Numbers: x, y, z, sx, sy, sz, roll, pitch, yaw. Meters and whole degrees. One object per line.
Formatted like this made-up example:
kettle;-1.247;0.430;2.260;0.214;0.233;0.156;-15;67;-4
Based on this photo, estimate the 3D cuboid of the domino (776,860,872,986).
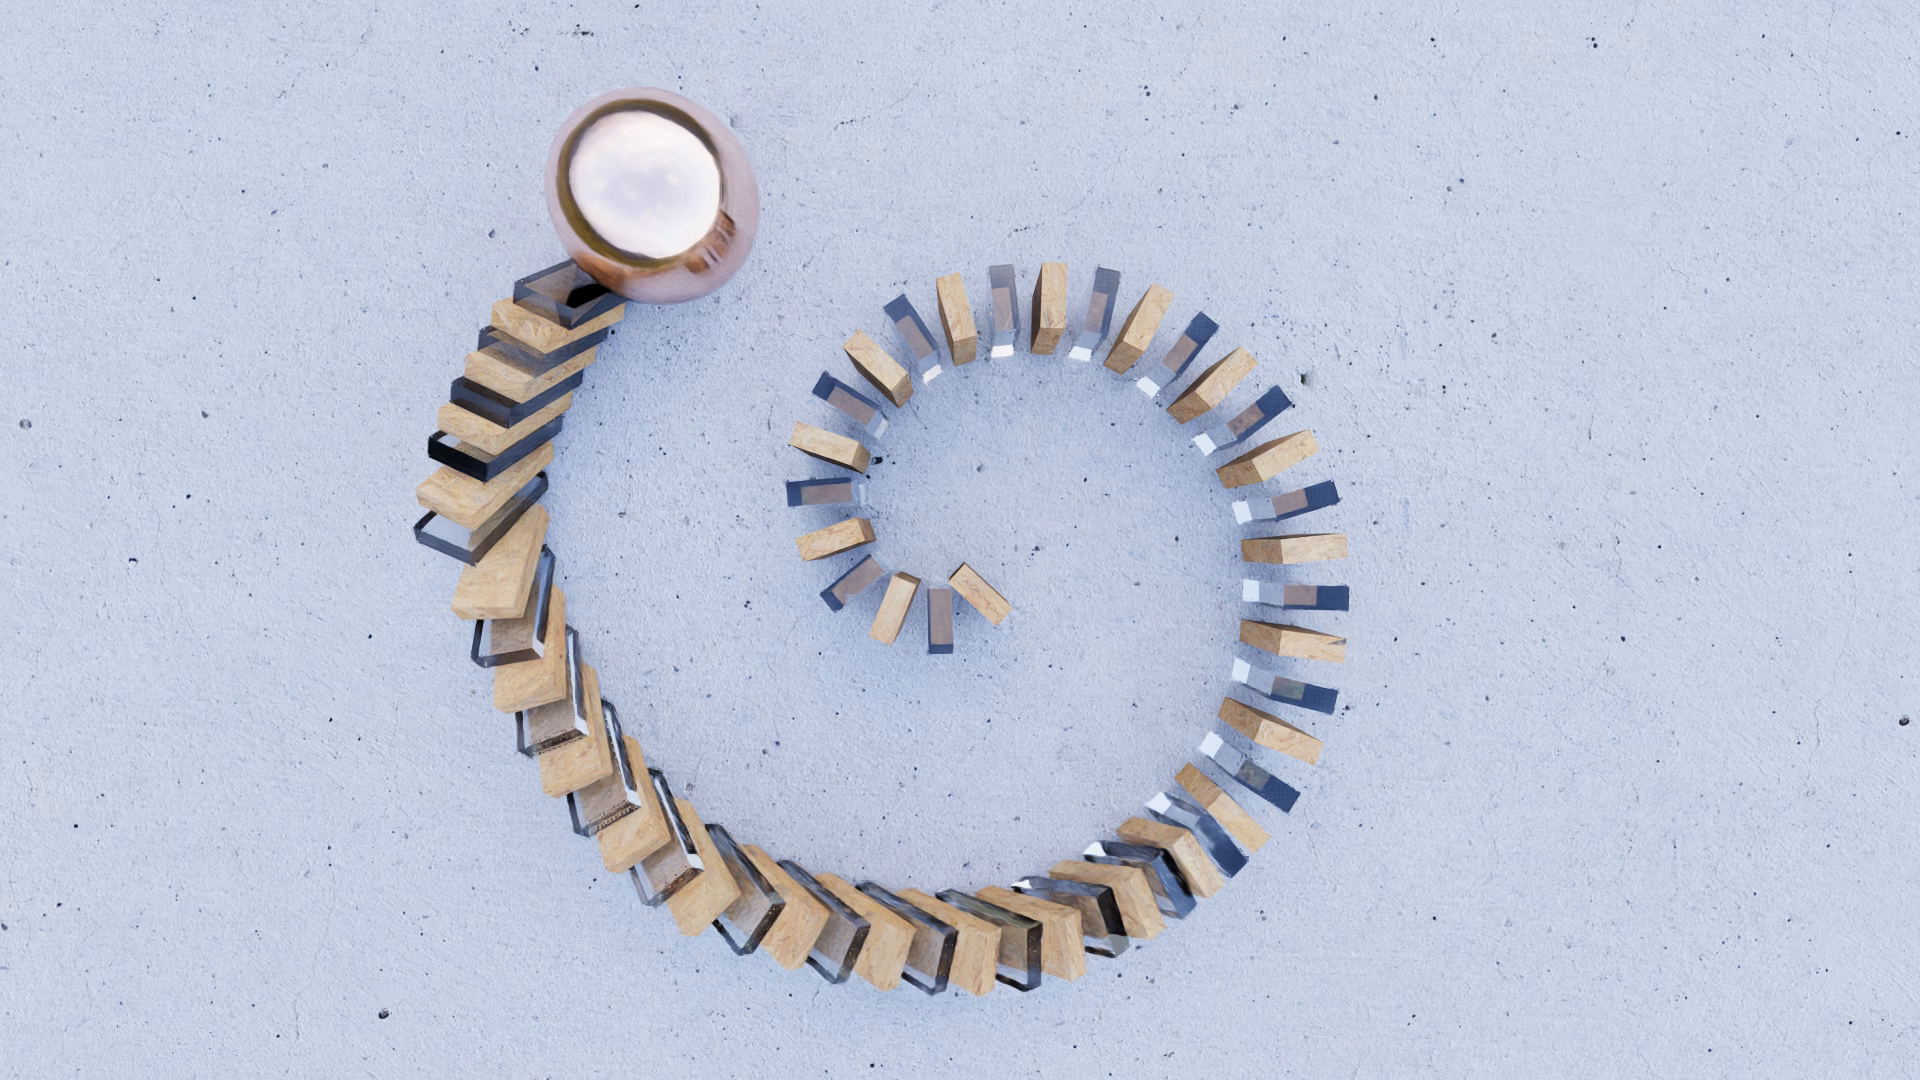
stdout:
domino;-0.062;0.158;0.382;0.050;0.010;0.025;23;90;35

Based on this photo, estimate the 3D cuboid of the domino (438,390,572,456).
domino;-0.186;-0.054;0.377;0.025;0.050;0.009;25;123;0

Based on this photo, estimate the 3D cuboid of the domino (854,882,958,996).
domino;-0.025;0.165;0.381;0.050;0.010;0.025;12;90;37

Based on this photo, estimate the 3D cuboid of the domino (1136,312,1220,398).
domino;0.088;-0.075;0.375;0.010;0.050;0.025;38;90;0

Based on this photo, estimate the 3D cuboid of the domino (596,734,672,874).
domino;-0.141;0.110;0.382;0.025;0.009;0.050;-34;57;0

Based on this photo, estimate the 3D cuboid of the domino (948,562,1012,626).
domino;0.008;0.021;0.375;0.025;0.050;0.010;43;90;0

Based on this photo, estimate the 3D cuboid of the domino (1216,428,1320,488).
domino;0.125;-0.032;0.375;0.025;0.050;0.009;-29;90;0

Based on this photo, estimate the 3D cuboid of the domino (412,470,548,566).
domino;-0.197;-0.014;0.379;0.025;0.010;0.050;23;47;0

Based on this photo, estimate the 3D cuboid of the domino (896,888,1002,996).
domino;-0.007;0.166;0.381;0.050;0.010;0.025;7;90;39

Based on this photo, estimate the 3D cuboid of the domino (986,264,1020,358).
domino;0.017;-0.093;0.375;0.009;0.050;0.025;-7;90;0

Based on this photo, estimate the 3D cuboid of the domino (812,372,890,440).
domino;-0.044;-0.054;0.375;0.025;0.050;0.009;32;90;0

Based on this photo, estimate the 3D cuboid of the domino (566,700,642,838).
domino;-0.152;0.095;0.383;0.025;0.010;0.050;-30;57;0

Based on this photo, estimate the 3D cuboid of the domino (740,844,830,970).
domino;-0.079;0.152;0.382;0.050;0.010;0.025;27;90;34

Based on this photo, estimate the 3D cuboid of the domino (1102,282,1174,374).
domino;0.072;-0.085;0.375;0.010;0.050;0.025;28;90;0

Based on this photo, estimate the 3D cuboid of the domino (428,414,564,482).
domino;-0.189;-0.043;0.377;0.025;0.050;0.010;25;123;0

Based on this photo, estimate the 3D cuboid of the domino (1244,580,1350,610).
domino;0.136;0.022;0.375;0.025;0.050;0.009;1;90;0

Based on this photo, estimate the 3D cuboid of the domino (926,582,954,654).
domino;-0.008;0.031;0.375;0.010;0.050;0.025;-1;90;0

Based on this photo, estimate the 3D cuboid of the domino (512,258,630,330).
domino;-0.156;-0.103;0.377;0.025;0.050;0.009;25;123;0

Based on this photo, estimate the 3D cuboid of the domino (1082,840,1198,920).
domino;0.073;0.138;0.376;0.010;0.050;0.025;-29;90;-28

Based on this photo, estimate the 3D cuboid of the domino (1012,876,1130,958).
domino;0.045;0.155;0.378;0.010;0.050;0.025;-18;90;-40

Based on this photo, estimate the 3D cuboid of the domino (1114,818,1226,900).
domino;0.085;0.129;0.375;0.009;0.050;0.025;-34;90;-20

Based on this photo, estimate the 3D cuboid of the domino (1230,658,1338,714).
domino;0.131;0.059;0.375;0.025;0.050;0.010;14;90;0

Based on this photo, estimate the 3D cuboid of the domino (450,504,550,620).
domino;-0.191;0.009;0.382;0.025;0.010;0.050;-2;56;0

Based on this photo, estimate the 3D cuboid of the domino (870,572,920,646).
domino;-0.026;0.027;0.375;0.010;0.050;0.025;22;90;0

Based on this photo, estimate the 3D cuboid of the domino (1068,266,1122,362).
domino;0.055;-0.091;0.375;0.010;0.050;0.025;12;90;0

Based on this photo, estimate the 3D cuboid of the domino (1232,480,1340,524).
domino;0.132;-0.015;0.375;0.025;0.050;0.009;-17;90;0

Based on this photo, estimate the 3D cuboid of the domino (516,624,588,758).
domino;-0.171;0.062;0.383;0.025;0.010;0.050;-21;58;0

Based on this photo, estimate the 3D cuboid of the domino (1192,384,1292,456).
domino;0.114;-0.048;0.375;0.025;0.050;0.010;-37;90;0

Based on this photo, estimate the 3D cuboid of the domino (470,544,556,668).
domino;-0.186;0.027;0.382;0.025;0.009;0.050;-10;57;0

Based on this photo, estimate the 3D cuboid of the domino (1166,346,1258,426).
domino;0.102;-0.062;0.375;0.025;0.050;0.010;-45;90;0

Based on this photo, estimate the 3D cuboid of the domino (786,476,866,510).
domino;-0.054;-0.018;0.375;0.025;0.050;0.010;-5;90;0

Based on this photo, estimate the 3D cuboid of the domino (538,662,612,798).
domino;-0.163;0.079;0.383;0.025;0.009;0.050;-25;58;0

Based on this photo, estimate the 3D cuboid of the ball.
ball;-0.120;-0.134;0.360;0.080;0.080;0.080;0;90;0

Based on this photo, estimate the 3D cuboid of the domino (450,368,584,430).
domino;-0.181;-0.065;0.377;0.025;0.050;0.010;25;123;0

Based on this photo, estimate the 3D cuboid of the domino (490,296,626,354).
domino;-0.163;-0.094;0.376;0.025;0.050;0.010;27;123;3

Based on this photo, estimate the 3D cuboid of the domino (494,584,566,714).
domino;-0.179;0.045;0.383;0.025;0.010;0.050;-16;58;0

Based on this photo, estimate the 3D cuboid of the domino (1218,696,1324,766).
domino;0.126;0.077;0.375;0.025;0.050;0.010;22;90;0

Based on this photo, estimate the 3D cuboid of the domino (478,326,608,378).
domino;-0.170;-0.084;0.376;0.025;0.050;0.010;25;123;0

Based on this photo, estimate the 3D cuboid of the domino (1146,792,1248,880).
domino;0.096;0.119;0.375;0.009;0.050;0.025;-38;90;-11

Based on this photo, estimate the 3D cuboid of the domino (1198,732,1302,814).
domino;0.117;0.094;0.375;0.025;0.050;0.010;32;90;0

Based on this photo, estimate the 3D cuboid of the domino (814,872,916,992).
domino;-0.044;0.162;0.382;0.050;0.009;0.025;17;90;36

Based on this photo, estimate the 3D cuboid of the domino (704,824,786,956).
domino;-0.097;0.145;0.382;0.050;0.009;0.025;35;90;34

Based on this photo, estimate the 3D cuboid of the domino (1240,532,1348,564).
domino;0.135;0.003;0.375;0.025;0.050;0.009;-6;90;0

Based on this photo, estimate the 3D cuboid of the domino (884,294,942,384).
domino;-0.018;-0.081;0.375;0.009;0.050;0.025;-34;90;0

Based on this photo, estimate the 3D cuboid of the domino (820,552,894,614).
domino;-0.041;0.017;0.375;0.025;0.050;0.009;-39;90;0

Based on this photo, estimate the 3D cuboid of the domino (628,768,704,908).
domino;-0.128;0.123;0.382;0.025;0.009;0.050;-39;57;0

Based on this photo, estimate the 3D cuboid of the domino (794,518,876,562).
domino;-0.050;0.000;0.375;0.025;0.050;0.010;-19;90;0

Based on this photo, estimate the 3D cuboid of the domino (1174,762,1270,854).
domino;0.106;0.109;0.375;0.025;0.050;0.010;43;89;0

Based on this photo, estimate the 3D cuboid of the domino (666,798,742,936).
domino;-0.114;0.136;0.382;0.025;0.010;0.050;-44;57;0

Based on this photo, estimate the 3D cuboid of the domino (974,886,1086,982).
domino;0.028;0.162;0.379;0.010;0.050;0.025;-6;90;-45

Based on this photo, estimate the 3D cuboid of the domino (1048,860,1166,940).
domino;0.059;0.147;0.377;0.010;0.050;0.025;-23;90;-35

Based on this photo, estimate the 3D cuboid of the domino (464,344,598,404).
domino;-0.175;-0.074;0.377;0.025;0.050;0.010;25;123;0

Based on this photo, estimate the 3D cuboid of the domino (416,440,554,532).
domino;-0.195;-0.028;0.379;0.025;0.009;0.050;26;47;2

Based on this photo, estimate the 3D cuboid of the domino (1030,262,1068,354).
domino;0.036;-0.094;0.375;0.009;0.050;0.025;2;90;0

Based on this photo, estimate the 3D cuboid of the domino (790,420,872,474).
domino;-0.052;-0.037;0.375;0.025;0.050;0.010;19;90;0

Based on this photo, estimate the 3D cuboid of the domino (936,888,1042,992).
domino;0.011;0.165;0.380;0.050;0.009;0.025;1;90;42

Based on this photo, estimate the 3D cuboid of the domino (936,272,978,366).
domino;-0.001;-0.089;0.375;0.010;0.050;0.025;-16;90;0

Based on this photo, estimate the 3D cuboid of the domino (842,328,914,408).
domino;-0.032;-0.069;0.375;0.025;0.050;0.010;42;90;0

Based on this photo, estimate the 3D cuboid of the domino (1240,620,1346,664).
domino;0.135;0.041;0.375;0.025;0.050;0.010;7;90;0
